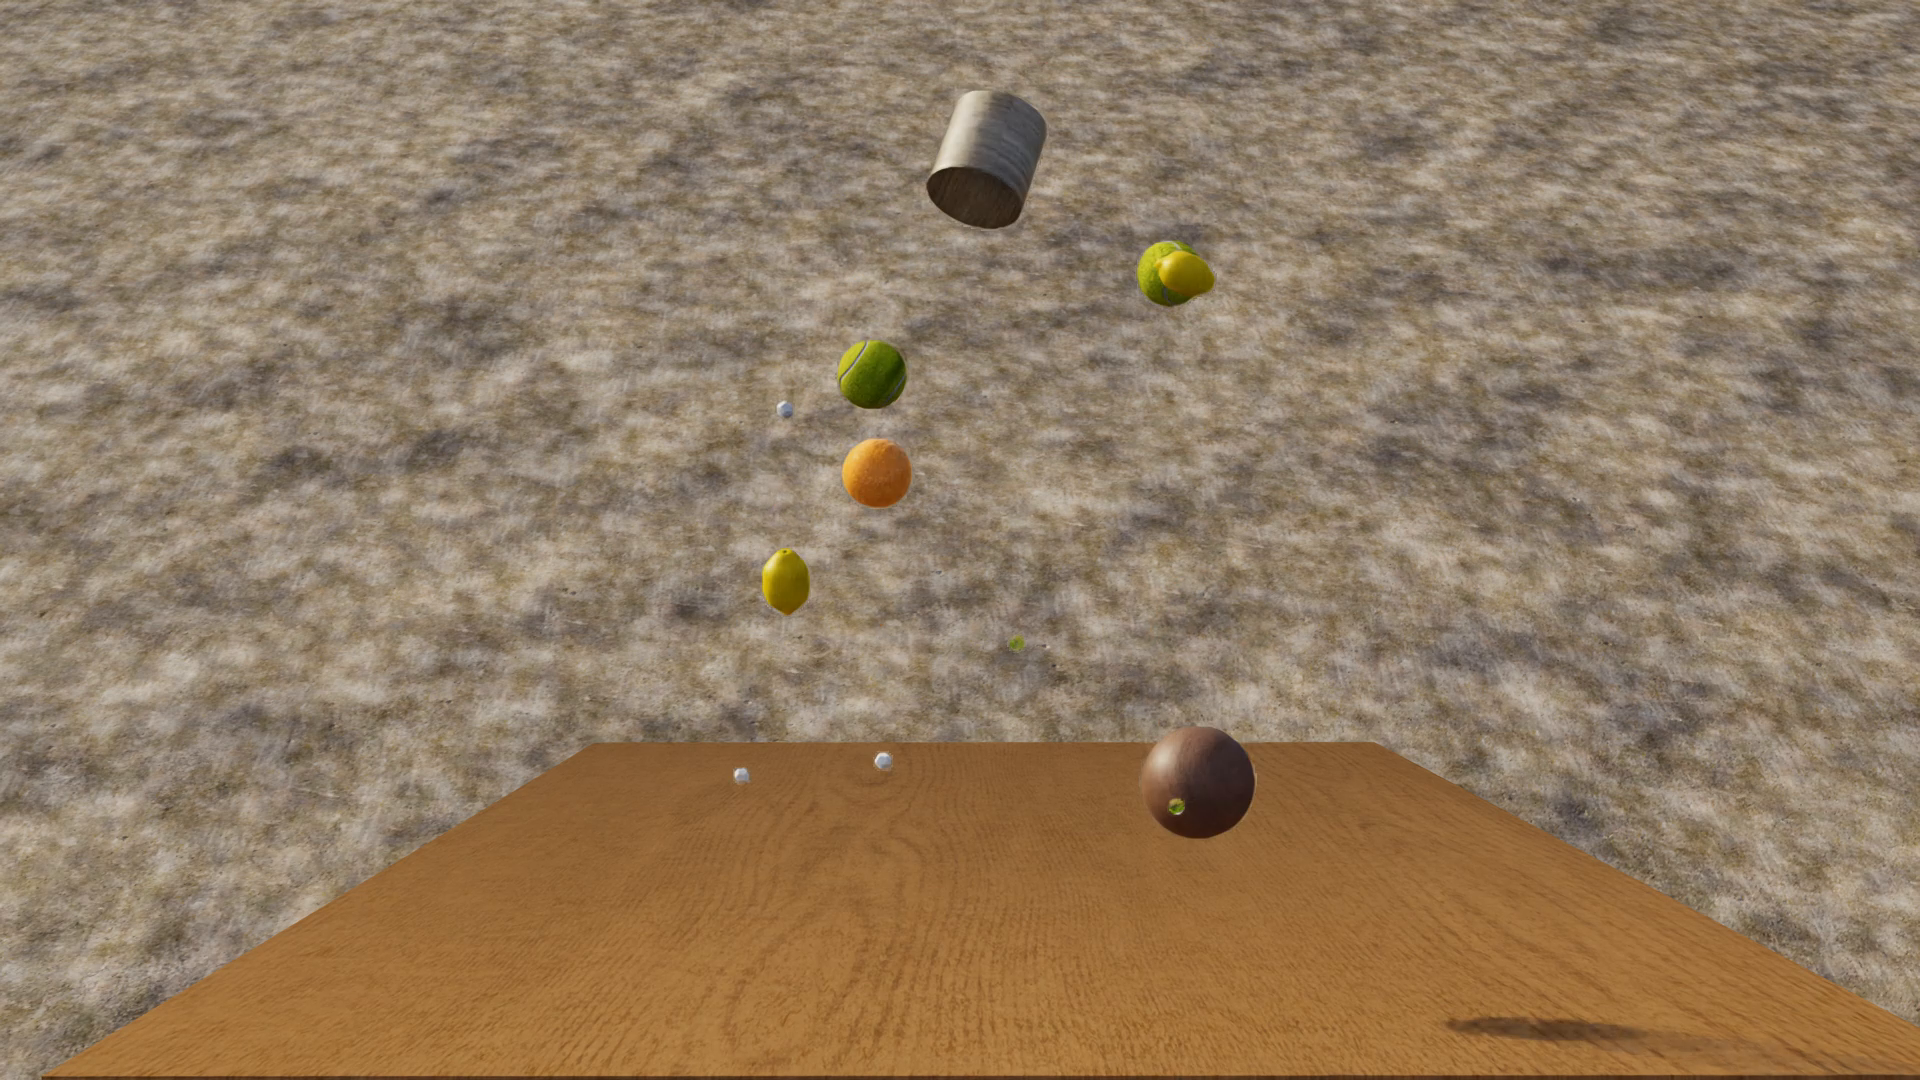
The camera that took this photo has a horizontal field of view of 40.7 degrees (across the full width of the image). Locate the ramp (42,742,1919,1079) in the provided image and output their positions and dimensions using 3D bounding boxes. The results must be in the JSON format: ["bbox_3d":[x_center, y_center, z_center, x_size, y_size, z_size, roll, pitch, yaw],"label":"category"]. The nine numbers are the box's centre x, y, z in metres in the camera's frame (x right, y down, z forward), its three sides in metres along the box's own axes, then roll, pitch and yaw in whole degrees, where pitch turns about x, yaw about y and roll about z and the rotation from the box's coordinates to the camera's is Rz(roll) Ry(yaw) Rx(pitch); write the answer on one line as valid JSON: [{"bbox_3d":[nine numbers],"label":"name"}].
[{"bbox_3d":[0.065,0.582,4.628,2.000,0.100,4.000,0,0,0],"label":"ramp"}]

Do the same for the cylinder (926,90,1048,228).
[{"bbox_3d":[0.023,-0.317,2.154,0.081,0.081,0.081,10,62,17],"label":"cylinder"}]
